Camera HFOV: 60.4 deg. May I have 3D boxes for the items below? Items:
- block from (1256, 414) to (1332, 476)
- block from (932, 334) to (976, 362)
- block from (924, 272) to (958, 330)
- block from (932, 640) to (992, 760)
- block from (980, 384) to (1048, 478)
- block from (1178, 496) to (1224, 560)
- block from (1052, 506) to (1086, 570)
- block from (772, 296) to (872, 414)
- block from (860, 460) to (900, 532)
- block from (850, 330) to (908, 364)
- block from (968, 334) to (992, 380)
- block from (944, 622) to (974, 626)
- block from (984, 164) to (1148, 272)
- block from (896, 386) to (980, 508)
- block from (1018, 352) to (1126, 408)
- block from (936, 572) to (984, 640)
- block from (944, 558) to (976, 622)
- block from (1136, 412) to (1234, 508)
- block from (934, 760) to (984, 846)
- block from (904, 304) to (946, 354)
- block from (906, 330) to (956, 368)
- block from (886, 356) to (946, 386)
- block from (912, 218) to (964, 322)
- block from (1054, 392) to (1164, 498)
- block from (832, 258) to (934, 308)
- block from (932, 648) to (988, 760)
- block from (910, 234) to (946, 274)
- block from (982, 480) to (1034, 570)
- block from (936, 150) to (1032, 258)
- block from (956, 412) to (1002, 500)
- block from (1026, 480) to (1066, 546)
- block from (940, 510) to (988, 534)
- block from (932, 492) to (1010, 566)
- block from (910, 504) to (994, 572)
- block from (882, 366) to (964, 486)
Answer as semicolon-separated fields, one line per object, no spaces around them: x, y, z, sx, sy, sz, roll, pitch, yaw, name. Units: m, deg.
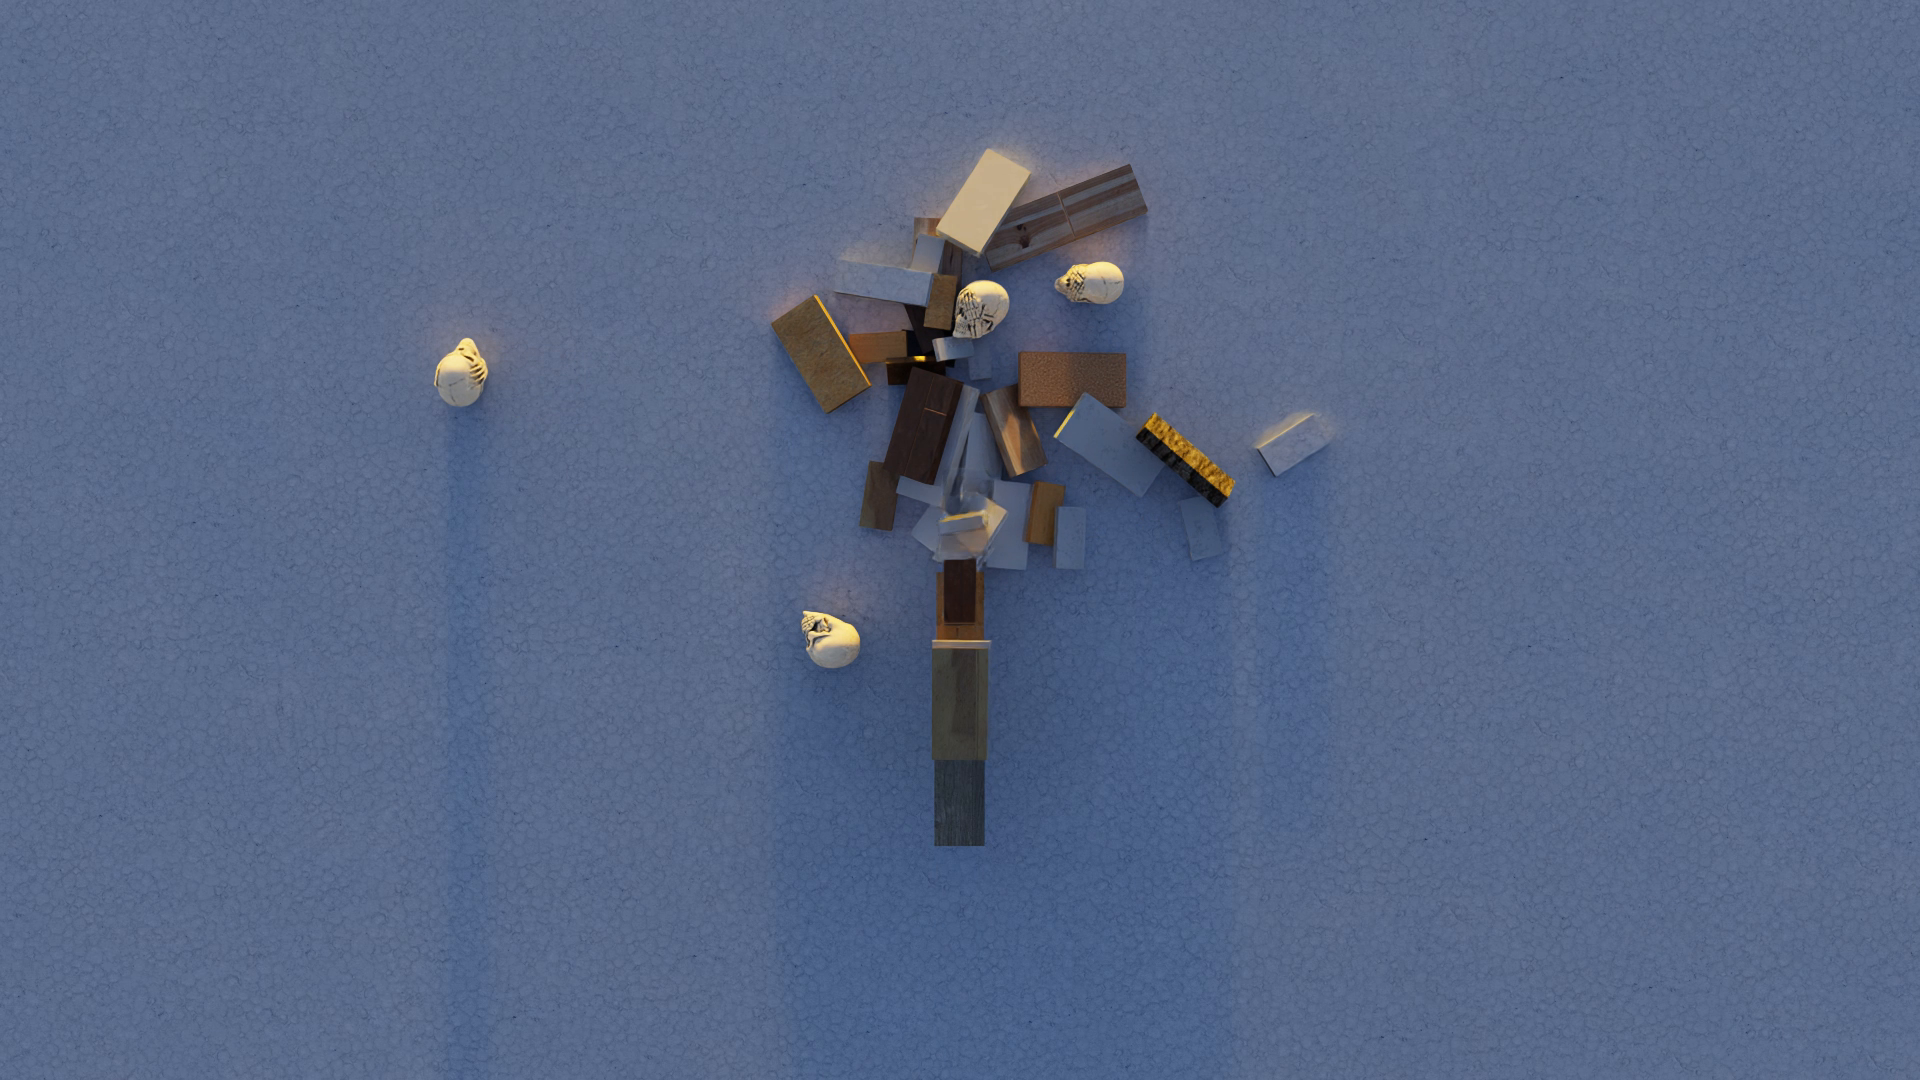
1.112;-0.316;5.484;0.221;0.031;0.110;-32;90;0;block
-0.020;-0.632;5.426;0.147;0.021;0.073;-13;90;-37;block
-0.064;-0.782;5.415;0.089;0.025;0.177;8;90;0;block
0.004;0.465;4.800;0.171;0.049;0.343;0;90;0;block
0.178;-0.362;5.441;0.143;0.041;0.286;-21;90;-36;block
0.800;-0.043;5.486;0.102;0.029;0.204;-13;90;0;block
0.363;-0.007;5.467;0.102;0.029;0.204;3;90;-22;block
-0.458;-0.614;5.460;0.175;0.050;0.350;-32;90;11;block
-0.263;-0.146;5.484;0.110;0.031;0.221;9;90;0;block
-0.269;-0.638;5.469;0.193;0.027;0.096;-2;90;10;block
0.063;-0.609;5.490;0.073;0.021;0.147;-6;90;0;block
-0.003;0.238;5.071;0.095;0.191;0.027;0;79;0;block
0.334;-1.067;5.476;0.553;0.047;0.167;-21;90;0;block
-0.073;-0.324;5.417;0.175;0.050;0.403;19;96;29;block
0.371;-0.529;5.448;0.354;0.050;0.177;0;90;-9;block
0.001;0.247;5.188;0.146;0.041;0.292;0;90;0;block
-0.001;0.153;4.961;0.095;0.027;0.191;0;90;0;block
0.741;-0.263;5.410;0.354;0.177;0.050;41;116;0;block
-0.001;0.798;5.165;0.157;0.044;0.313;0;90;0;block
-0.113;-0.711;5.440;0.089;0.025;0.177;-21;90;0;block
-0.106;-0.637;5.486;0.193;0.027;0.096;10;90;0;block
-0.144;-0.561;5.455;0.193;0.096;0.027;-3;47;0;block
-0.076;-0.897;5.476;0.167;0.047;0.333;3;90;0;block
0.503;-0.312;5.436;0.354;0.050;0.177;34;92;-12;block
-0.253;-0.847;5.434;0.331;0.031;0.110;12;90;18;block
-0.001;0.441;4.455;0.150;0.042;0.300;0;90;0;block
-0.112;-0.914;5.440;0.089;0.025;0.177;14;90;0;block
0.159;-0.050;5.452;0.143;0.041;0.286;5;92;-20;block
0.078;-1.110;5.433;0.167;0.047;0.333;30;78;7;block
0.071;-0.271;5.445;0.143;0.041;0.286;6;90;-31;block
0.284;-0.087;5.464;0.102;0.029;0.204;9;90;-26;block
0.014;-0.057;5.133;0.130;0.439;0.037;-10;93;3;block
0.035;-0.014;5.372;0.130;0.037;0.259;32;87;17;block
-0.027;0.004;5.432;0.259;0.037;0.130;38;96;19;block
-0.121;-0.373;5.388;0.175;0.050;0.350;20;97;27;block
